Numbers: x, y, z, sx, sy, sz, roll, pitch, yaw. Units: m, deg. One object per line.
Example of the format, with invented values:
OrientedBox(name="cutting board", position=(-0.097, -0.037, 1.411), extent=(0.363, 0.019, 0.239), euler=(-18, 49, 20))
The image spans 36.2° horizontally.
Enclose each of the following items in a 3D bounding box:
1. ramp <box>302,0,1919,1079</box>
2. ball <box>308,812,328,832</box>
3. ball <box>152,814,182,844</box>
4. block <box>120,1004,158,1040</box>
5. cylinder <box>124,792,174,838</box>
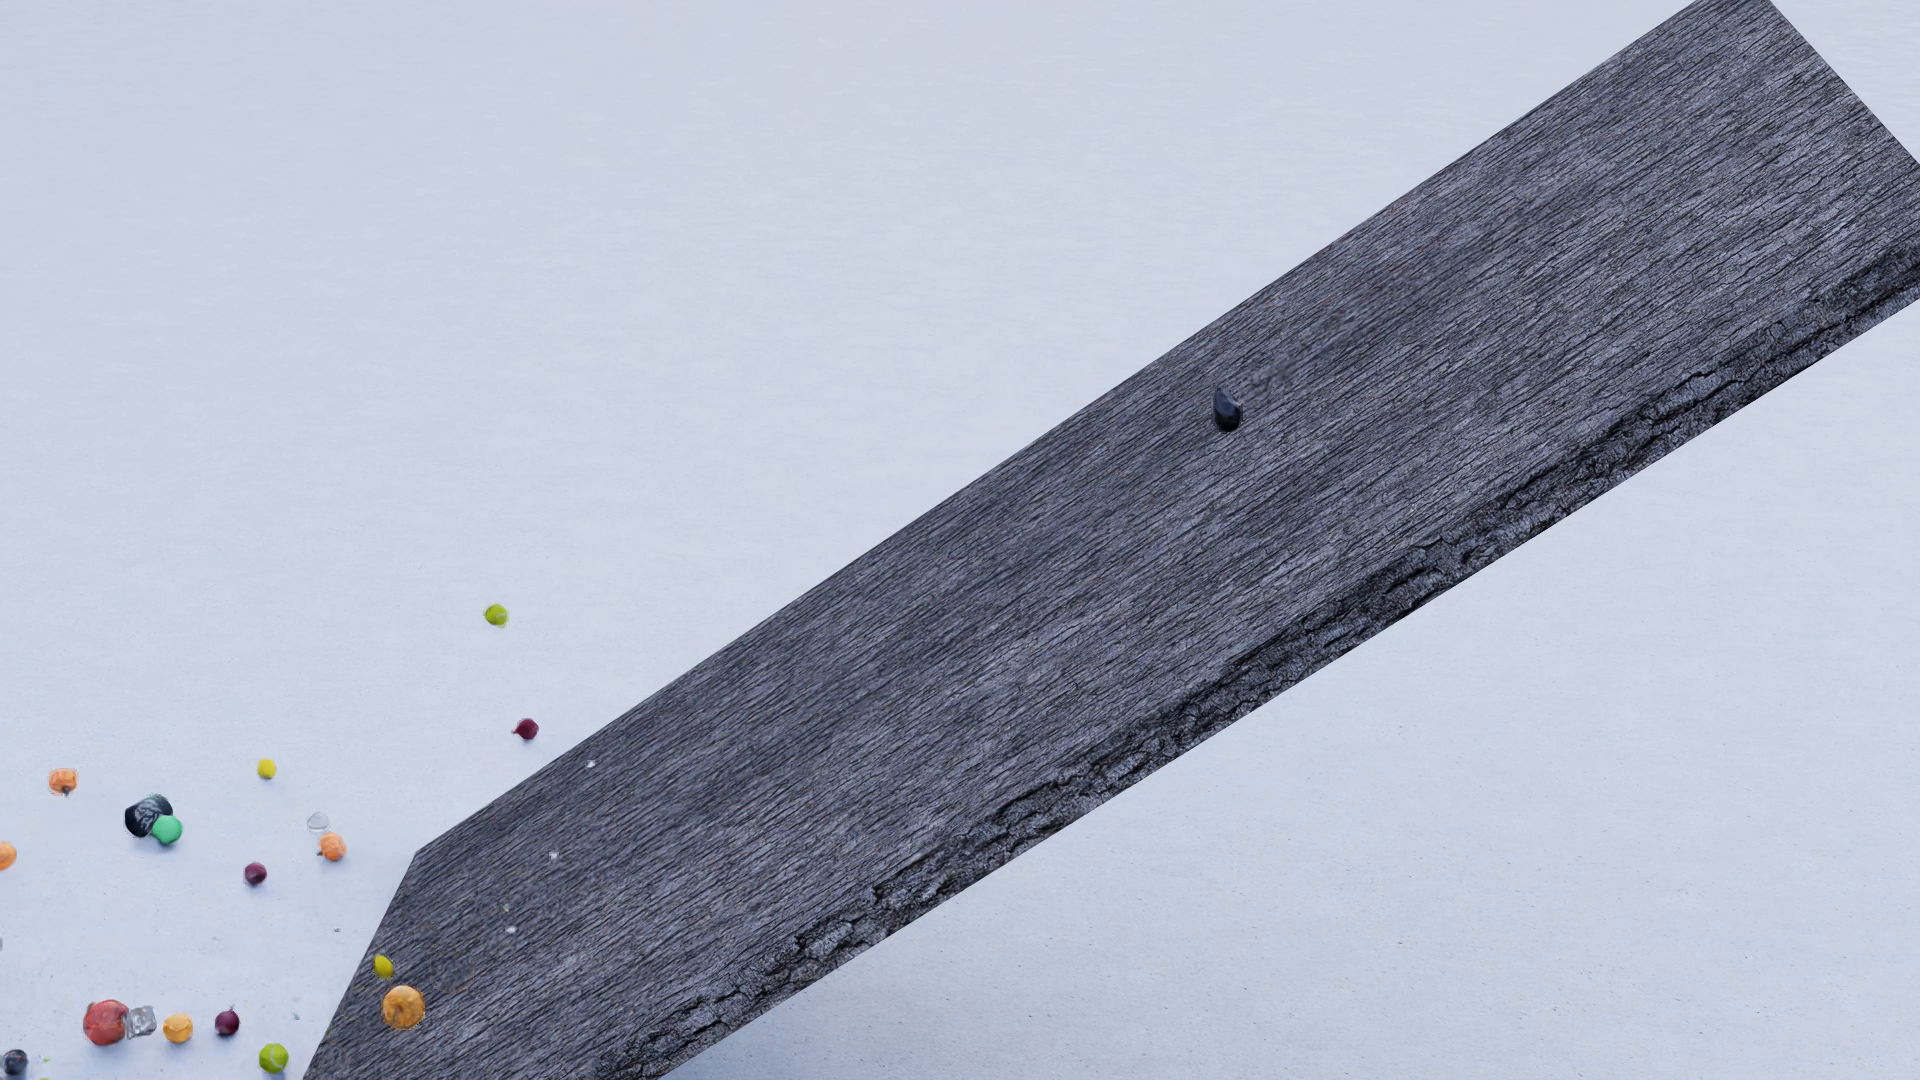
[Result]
OrientedBox(name="ramp", position=(0.132, 0.177, 6.315), extent=(4.000, 0.100, 2.000), euler=(-33, 16, 16))
OrientedBox(name="ball", position=(-1.753, 0.772, 8.040), extent=(0.055, 0.055, 0.055), euler=(0, 22, 0))
OrientedBox(name="ball", position=(-2.148, 0.784, 7.973), extent=(0.077, 0.077, 0.077), euler=(0, 22, 0))
OrientedBox(name="block", position=(-1.937, 1.138, 6.942), extent=(0.058, 0.058, 0.058), euler=(-10, -17, -37))
OrientedBox(name="cylinder", position=(-2.215, 0.752, 8.029), extent=(0.091, 0.091, 0.091), euler=(13, 32, 29))
